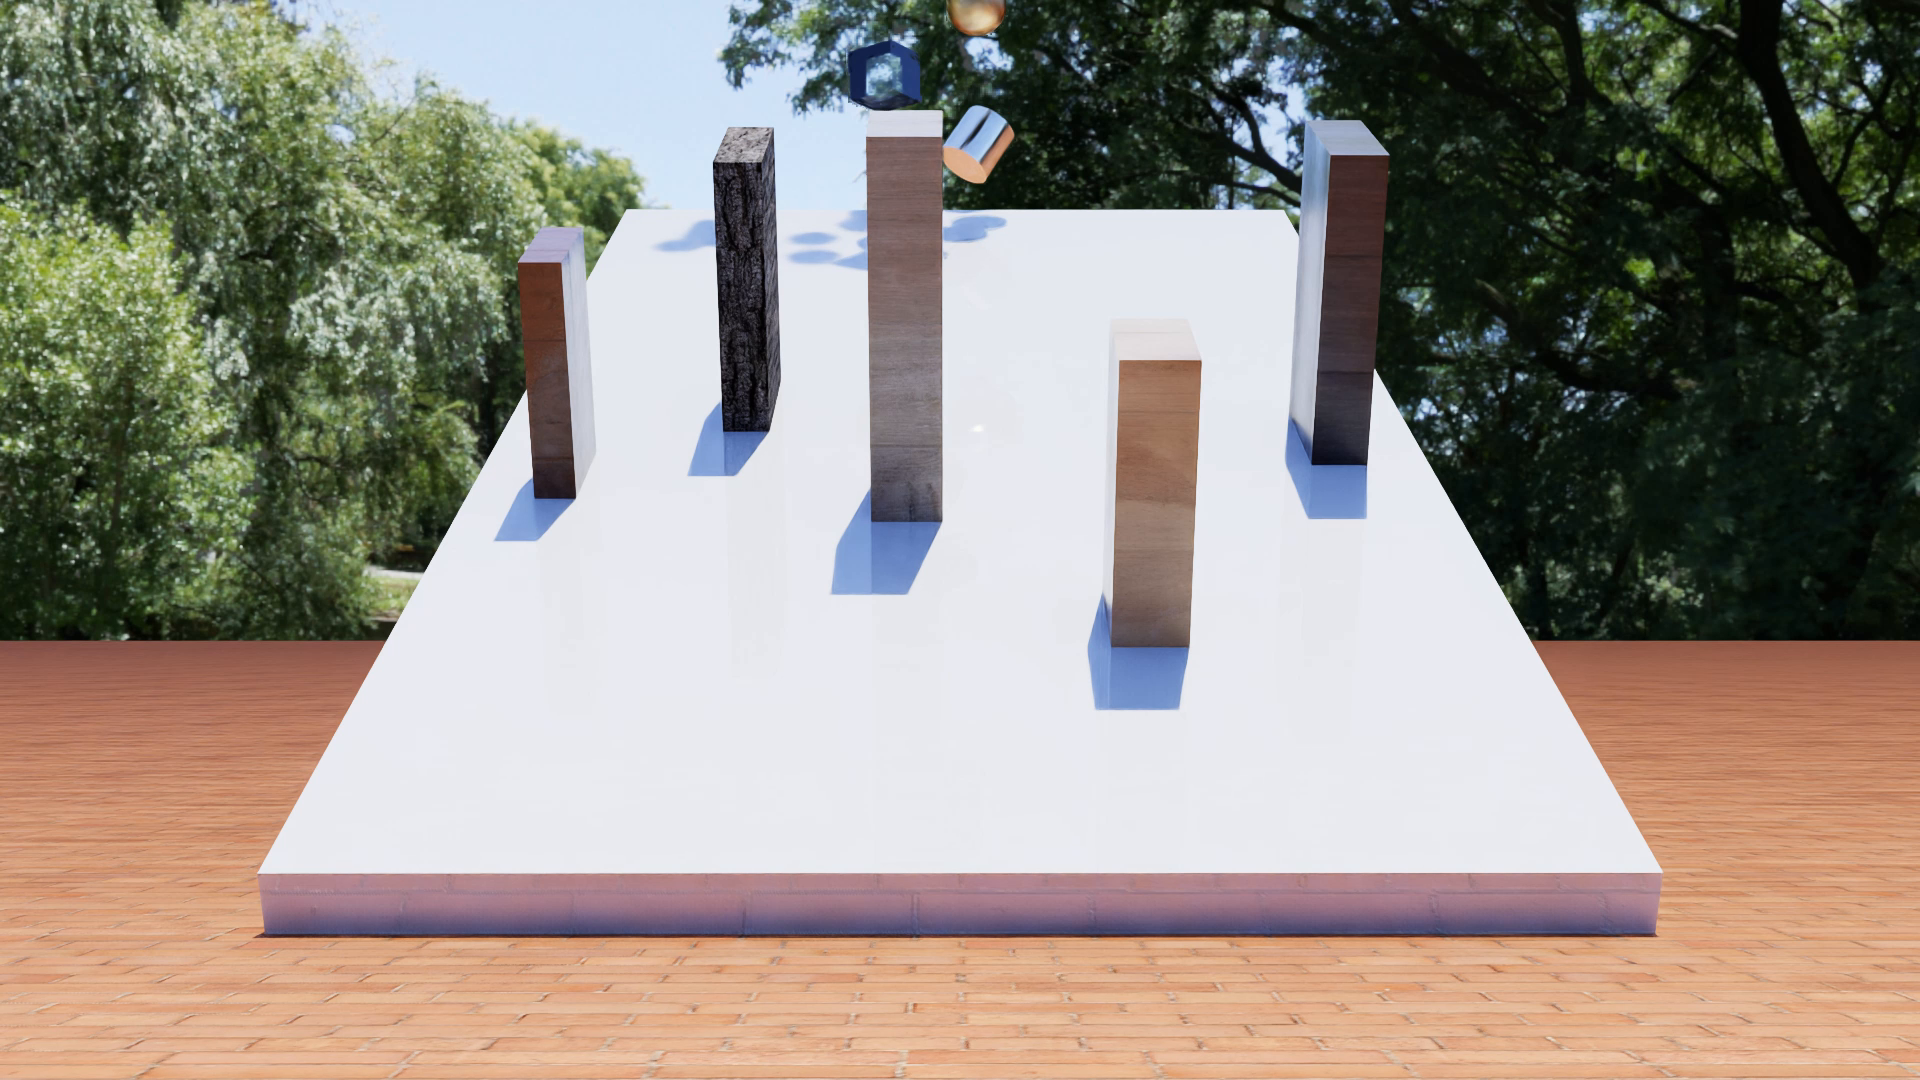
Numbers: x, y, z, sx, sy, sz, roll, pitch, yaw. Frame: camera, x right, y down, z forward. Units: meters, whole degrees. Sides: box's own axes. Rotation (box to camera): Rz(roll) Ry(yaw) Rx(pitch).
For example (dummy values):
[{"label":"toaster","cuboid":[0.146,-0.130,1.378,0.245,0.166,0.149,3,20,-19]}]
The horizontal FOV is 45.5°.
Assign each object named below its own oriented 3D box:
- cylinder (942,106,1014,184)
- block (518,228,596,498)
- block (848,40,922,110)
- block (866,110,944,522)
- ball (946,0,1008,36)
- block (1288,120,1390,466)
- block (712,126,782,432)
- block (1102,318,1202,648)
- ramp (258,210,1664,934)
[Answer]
[{"label":"cylinder","cuboid":[0.053,-1.216,7.045,0.167,0.167,0.167,29,-18,10]},{"label":"block","cuboid":[-0.822,-0.366,4.699,0.085,0.493,0.284,0,22,0]},{"label":"block","cuboid":[-0.210,-1.297,6.420,0.143,0.143,0.143,-8,-10,32]},{"label":"block","cuboid":[-0.105,-0.438,4.513,0.142,0.768,0.247,0,22,0]},{"label":"ball","cuboid":[0.049,-1.572,6.738,0.179,0.179,0.179,0,-2,0]},{"label":"block","cuboid":[0.803,-0.531,4.894,0.119,0.662,0.349,0,22,0]},{"label":"block","cuboid":[-0.471,-0.586,5.111,0.103,0.599,0.371,0,22,0]},{"label":"block","cuboid":[0.331,-0.101,4.003,0.137,0.521,0.247,0,22,0]},{"label":"ramp","cuboid":[-0.006,-0.219,5.137,2.000,0.100,4.000,0,22,0]}]
